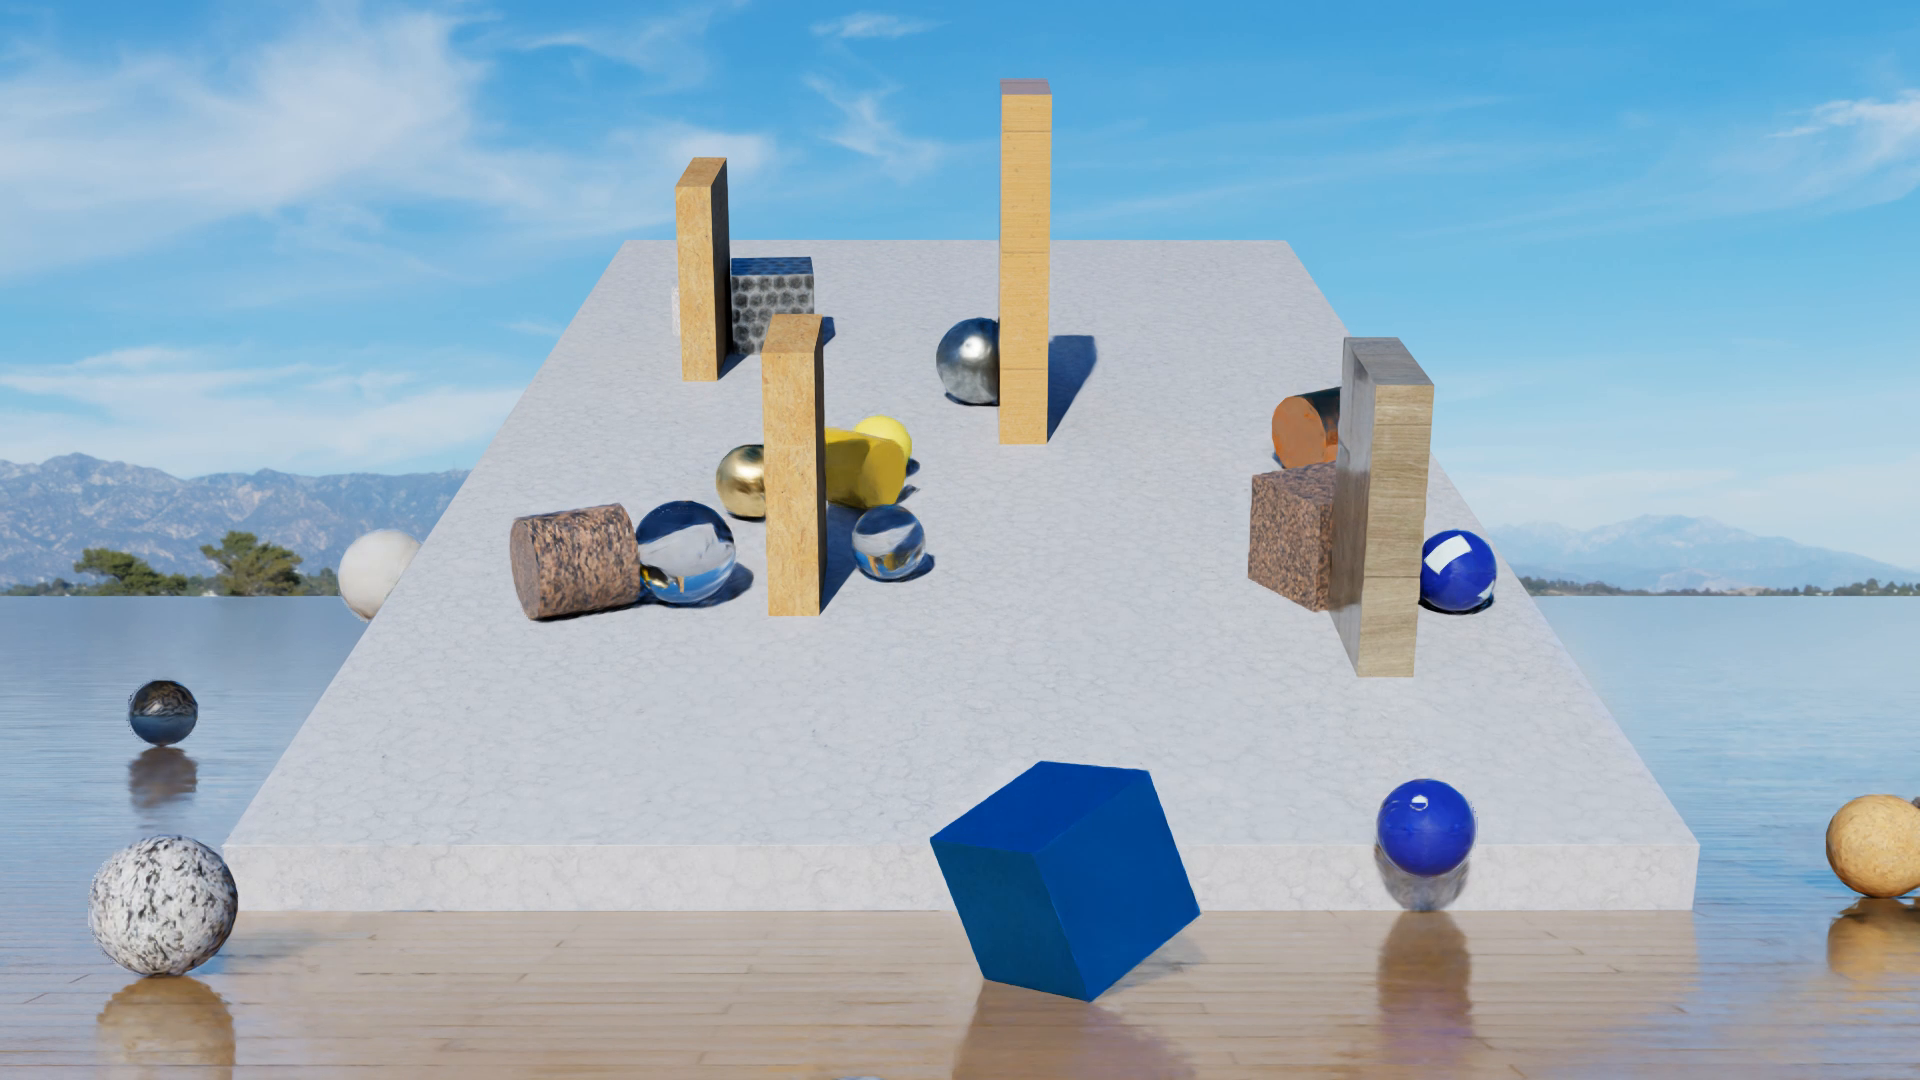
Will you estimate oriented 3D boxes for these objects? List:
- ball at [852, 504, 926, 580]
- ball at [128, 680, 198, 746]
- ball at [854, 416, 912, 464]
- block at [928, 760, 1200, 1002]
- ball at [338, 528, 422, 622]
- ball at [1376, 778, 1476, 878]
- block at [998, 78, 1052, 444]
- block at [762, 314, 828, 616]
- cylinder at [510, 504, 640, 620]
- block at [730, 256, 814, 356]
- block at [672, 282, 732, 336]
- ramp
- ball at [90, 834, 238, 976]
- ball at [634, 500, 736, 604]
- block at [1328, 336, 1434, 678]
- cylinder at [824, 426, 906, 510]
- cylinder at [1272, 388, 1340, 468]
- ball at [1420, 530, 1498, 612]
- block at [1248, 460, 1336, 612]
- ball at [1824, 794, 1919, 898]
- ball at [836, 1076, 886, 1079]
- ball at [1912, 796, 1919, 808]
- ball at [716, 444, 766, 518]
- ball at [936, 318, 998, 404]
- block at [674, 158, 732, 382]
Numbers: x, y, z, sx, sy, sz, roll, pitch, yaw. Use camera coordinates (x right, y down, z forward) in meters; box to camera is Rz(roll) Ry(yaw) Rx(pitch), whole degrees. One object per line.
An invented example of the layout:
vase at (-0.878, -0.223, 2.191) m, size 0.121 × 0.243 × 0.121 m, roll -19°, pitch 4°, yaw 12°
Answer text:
ball at (-0.127, 0.004, 4.021) m, size 0.134 × 0.134 × 0.134 m, roll 0°, pitch -1°, yaw 0°
ball at (-2.243, 0.486, 6.353) m, size 0.186 × 0.186 × 0.186 m, roll 0°, pitch -1°, yaw 0°
ball at (-0.162, -0.188, 4.574) m, size 0.130 × 0.130 × 0.130 m, roll 0°, pitch -1°, yaw 0°
block at (0.117, 0.373, 2.504) m, size 0.181 × 0.181 × 0.181 m, roll -31°, pitch 18°, yaw -34°
ball at (-1.199, 0.076, 4.723) m, size 0.201 × 0.201 × 0.201 m, roll 0°, pitch -1°, yaw 0°
ball at (0.612, 0.378, 2.964) m, size 0.130 × 0.130 × 0.130 m, roll 0°, pitch -1°, yaw 0°
block at (0.135, -0.593, 4.810) m, size 0.101 × 0.740 × 0.242 m, roll 0°, pitch 19°, yaw 0°
block at (-0.284, -0.133, 3.911) m, size 0.087 × 0.464 × 0.269 m, roll 0°, pitch 19°, yaw 0°
cylinder at (-0.660, 0.035, 3.864) m, size 0.176 × 0.176 × 0.176 m, roll -9°, pitch 3°, yaw -25°
block at (-0.464, -0.581, 5.589) m, size 0.200 × 0.200 × 0.200 m, roll -2°, pitch 19°, yaw -5°
block at (-0.646, -0.587, 5.725) m, size 0.122 × 0.122 × 0.122 m, roll 9°, pitch 21°, yaw 23°
ramp at (-0.004, -0.200, 4.958) m, size 2.000 × 0.100 × 4.000 m, roll 0°, pitch 19°, yaw 0°
ball at (-0.907, 0.416, 2.571) m, size 0.160 × 0.160 × 0.160 m, roll 0°, pitch -1°, yaw 0°
ball at (-0.478, 0.021, 3.897) m, size 0.181 × 0.181 × 0.181 m, roll 0°, pitch -1°, yaw 0°
block at (0.680, -0.058, 3.671) m, size 0.090 × 0.484 × 0.300 m, roll 0°, pitch 19°, yaw 0°
cylinder at (-0.208, -0.138, 4.409) m, size 0.146 × 0.146 × 0.146 m, roll 14°, pitch 7°, yaw 34°
cylinder at (0.757, -0.227, 4.633) m, size 0.165 × 0.165 × 0.165 m, roll -12°, pitch 5°, yaw -31°
ball at (0.851, 0.053, 3.873) m, size 0.142 × 0.142 × 0.142 m, roll 0°, pitch -1°, yaw 0°
block at (0.647, -0.010, 3.972) m, size 0.194 × 0.194 × 0.194 m, roll -10°, pitch 22°, yaw -27°
ball at (1.314, 0.436, 3.220) m, size 0.149 × 0.149 × 0.149 m, roll 0°, pitch -1°, yaw 0°
ball at (-0.066, 0.413, 1.487) m, size 0.118 × 0.118 × 0.118 m, roll 0°, pitch -1°, yaw 0°
ball at (1.457, 0.438, 3.313) m, size 0.150 × 0.150 × 0.150 m, roll 0°, pitch -1°, yaw 0°
ball at (-0.397, -0.113, 4.337) m, size 0.144 × 0.144 × 0.144 m, roll 0°, pitch -1°, yaw 0°
ball at (0.042, -0.405, 5.097) m, size 0.195 × 0.195 × 0.195 m, roll 0°, pitch -1°, yaw 0°
block at (-0.611, -0.654, 5.406) m, size 0.081 × 0.459 × 0.397 m, roll 0°, pitch 19°, yaw 0°
